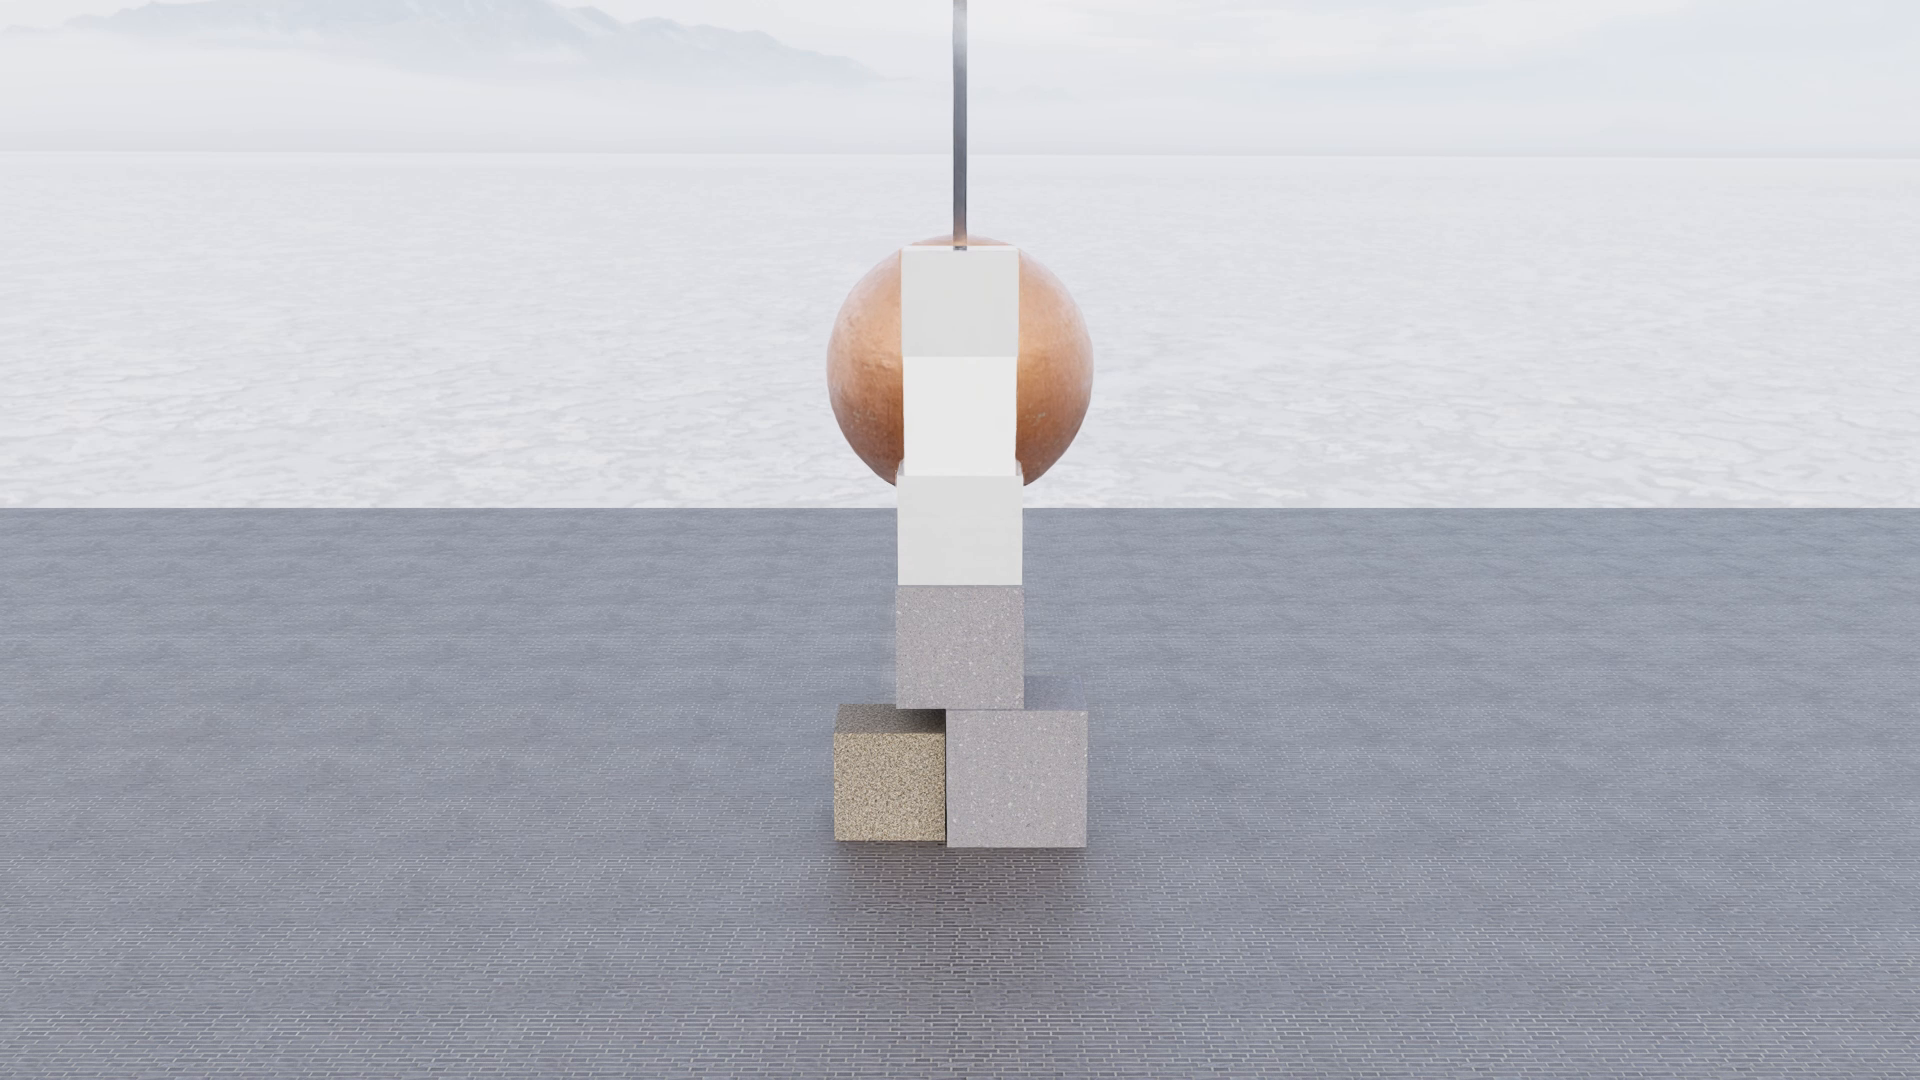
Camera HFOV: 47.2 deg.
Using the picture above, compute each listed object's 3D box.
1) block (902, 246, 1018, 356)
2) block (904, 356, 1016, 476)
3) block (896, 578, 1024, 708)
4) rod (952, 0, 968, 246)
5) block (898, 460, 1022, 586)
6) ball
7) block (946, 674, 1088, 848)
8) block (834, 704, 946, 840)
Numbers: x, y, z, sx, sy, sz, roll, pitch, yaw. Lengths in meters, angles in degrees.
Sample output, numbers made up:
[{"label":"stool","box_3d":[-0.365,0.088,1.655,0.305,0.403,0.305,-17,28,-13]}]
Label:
[{"label":"block","box_3d":[0.000,-1.198,10.977,0.568,0.514,0.556,0,10,0]},{"label":"block","box_3d":[0.000,-0.657,11.073,0.550,0.587,0.541,0,10,0]},{"label":"block","box_3d":[0.000,0.480,11.249,0.637,0.615,0.663,0,10,0]},{"label":"rod","box_3d":[0.000,-3.943,11.377,0.080,5.200,0.080,0,31,0]},{"label":"block","box_3d":[0.000,-0.093,11.149,0.617,0.549,0.531,0,10,0]},{"label":"ball","box_3d":[0.000,-1.014,13.104,1.600,1.600,1.600,0,10,0]},{"label":"block","box_3d":[0.286,1.131,11.367,0.701,0.708,0.745,0,10,0]},{"label":"block","box_3d":[-0.356,1.197,11.411,0.562,0.562,0.591,0,10,0]}]
